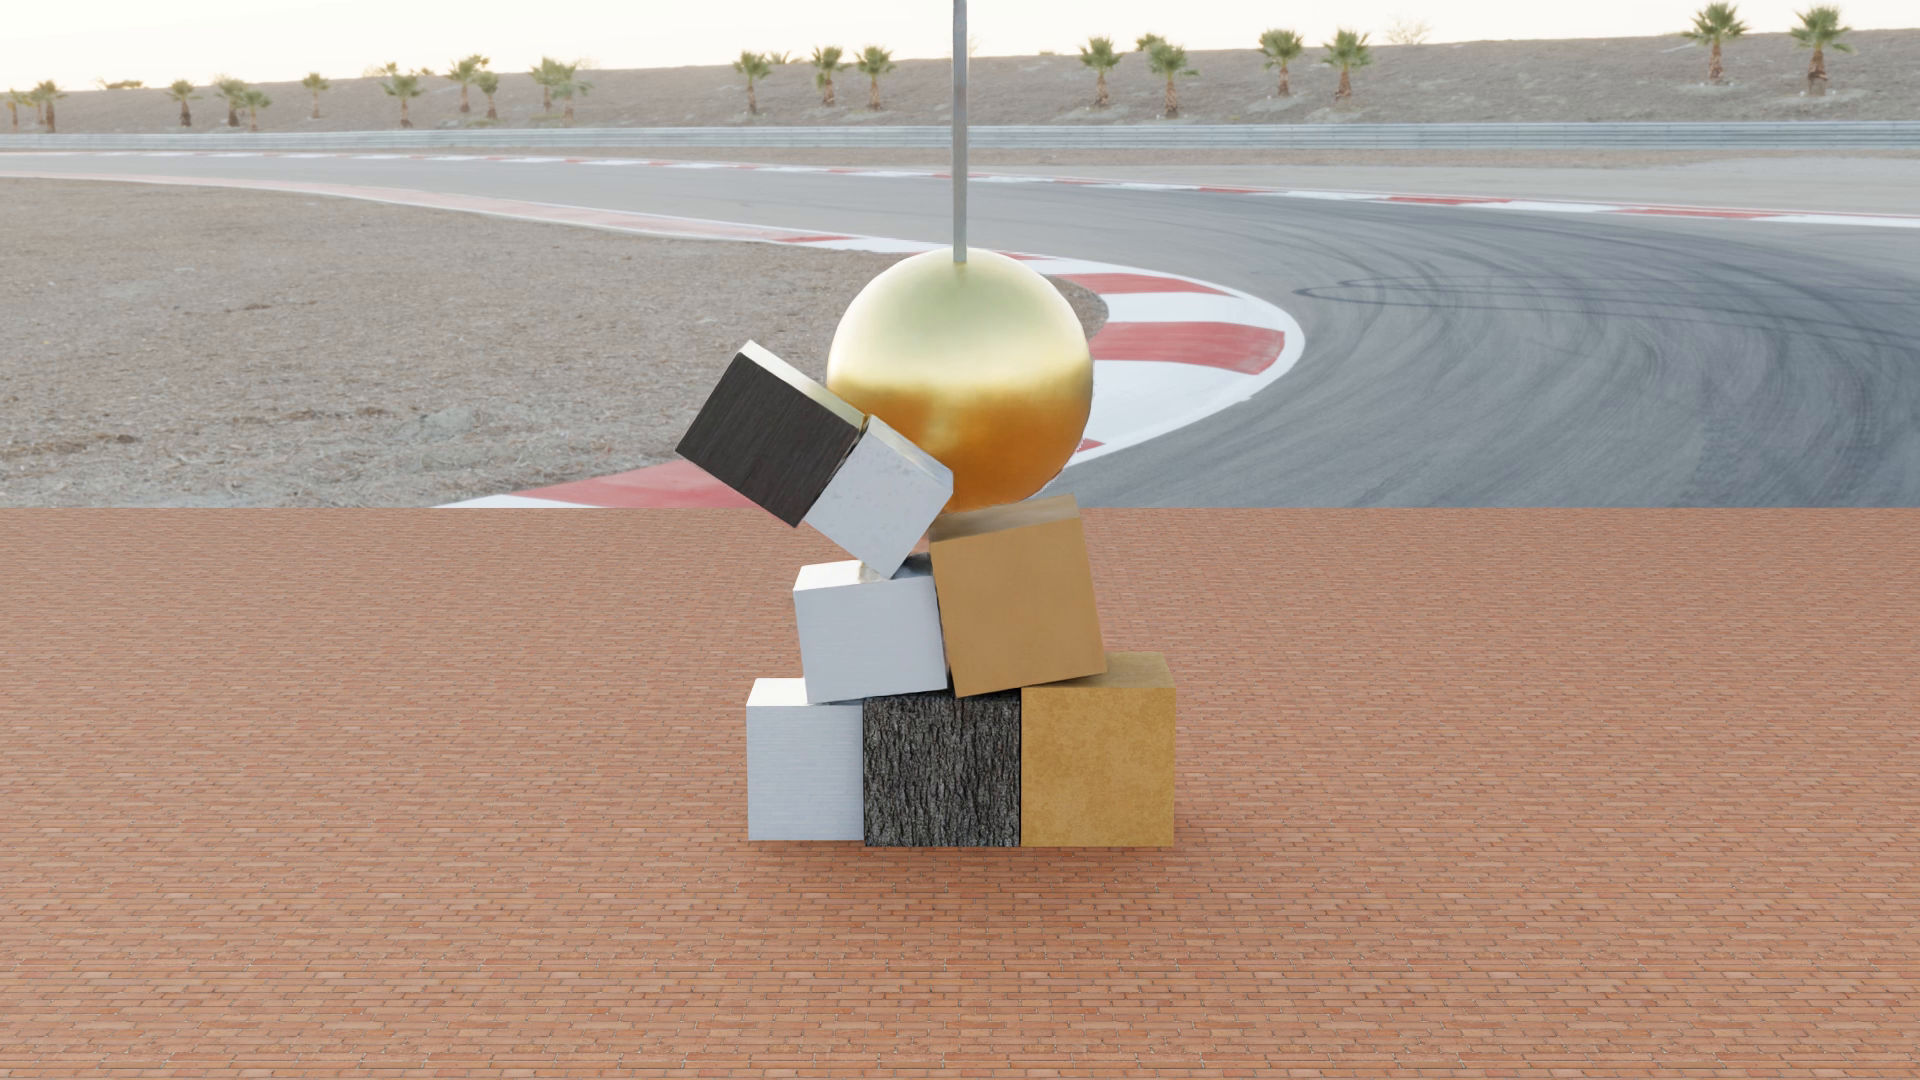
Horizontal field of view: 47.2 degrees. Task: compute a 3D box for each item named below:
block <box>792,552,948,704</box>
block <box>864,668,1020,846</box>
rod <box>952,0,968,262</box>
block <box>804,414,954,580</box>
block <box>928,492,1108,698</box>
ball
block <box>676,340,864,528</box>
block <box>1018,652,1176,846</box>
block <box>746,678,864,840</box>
[{"bbox_3d":[-0.445,0.440,11.268,0.706,0.584,0.625,-6,10,1],"label":"block"},{"bbox_3d":[-0.091,1.109,11.364,0.776,0.752,0.729,0,10,0],"label":"block"},{"bbox_3d":[0.000,-3.866,11.391,0.080,5.200,0.080,0,31,0],"label":"rod"},{"bbox_3d":[-0.402,-0.227,11.140,0.523,0.546,0.646,35,8,-6],"label":"block"},{"bbox_3d":[0.289,0.270,11.242,0.762,0.795,0.746,-10,10,2],"label":"block"},{"bbox_3d":[0.000,-0.937,13.118,1.600,1.600,1.600,0,10,0],"label":"ball"},{"bbox_3d":[-0.943,-0.542,11.048,0.701,0.585,0.613,33,9,-6],"label":"block"},{"bbox_3d":[0.691,1.070,11.381,0.768,0.823,0.774,0,10,0],"label":"block"},{"bbox_3d":[-0.782,1.128,11.390,0.585,0.705,0.563,0,10,0],"label":"block"}]
